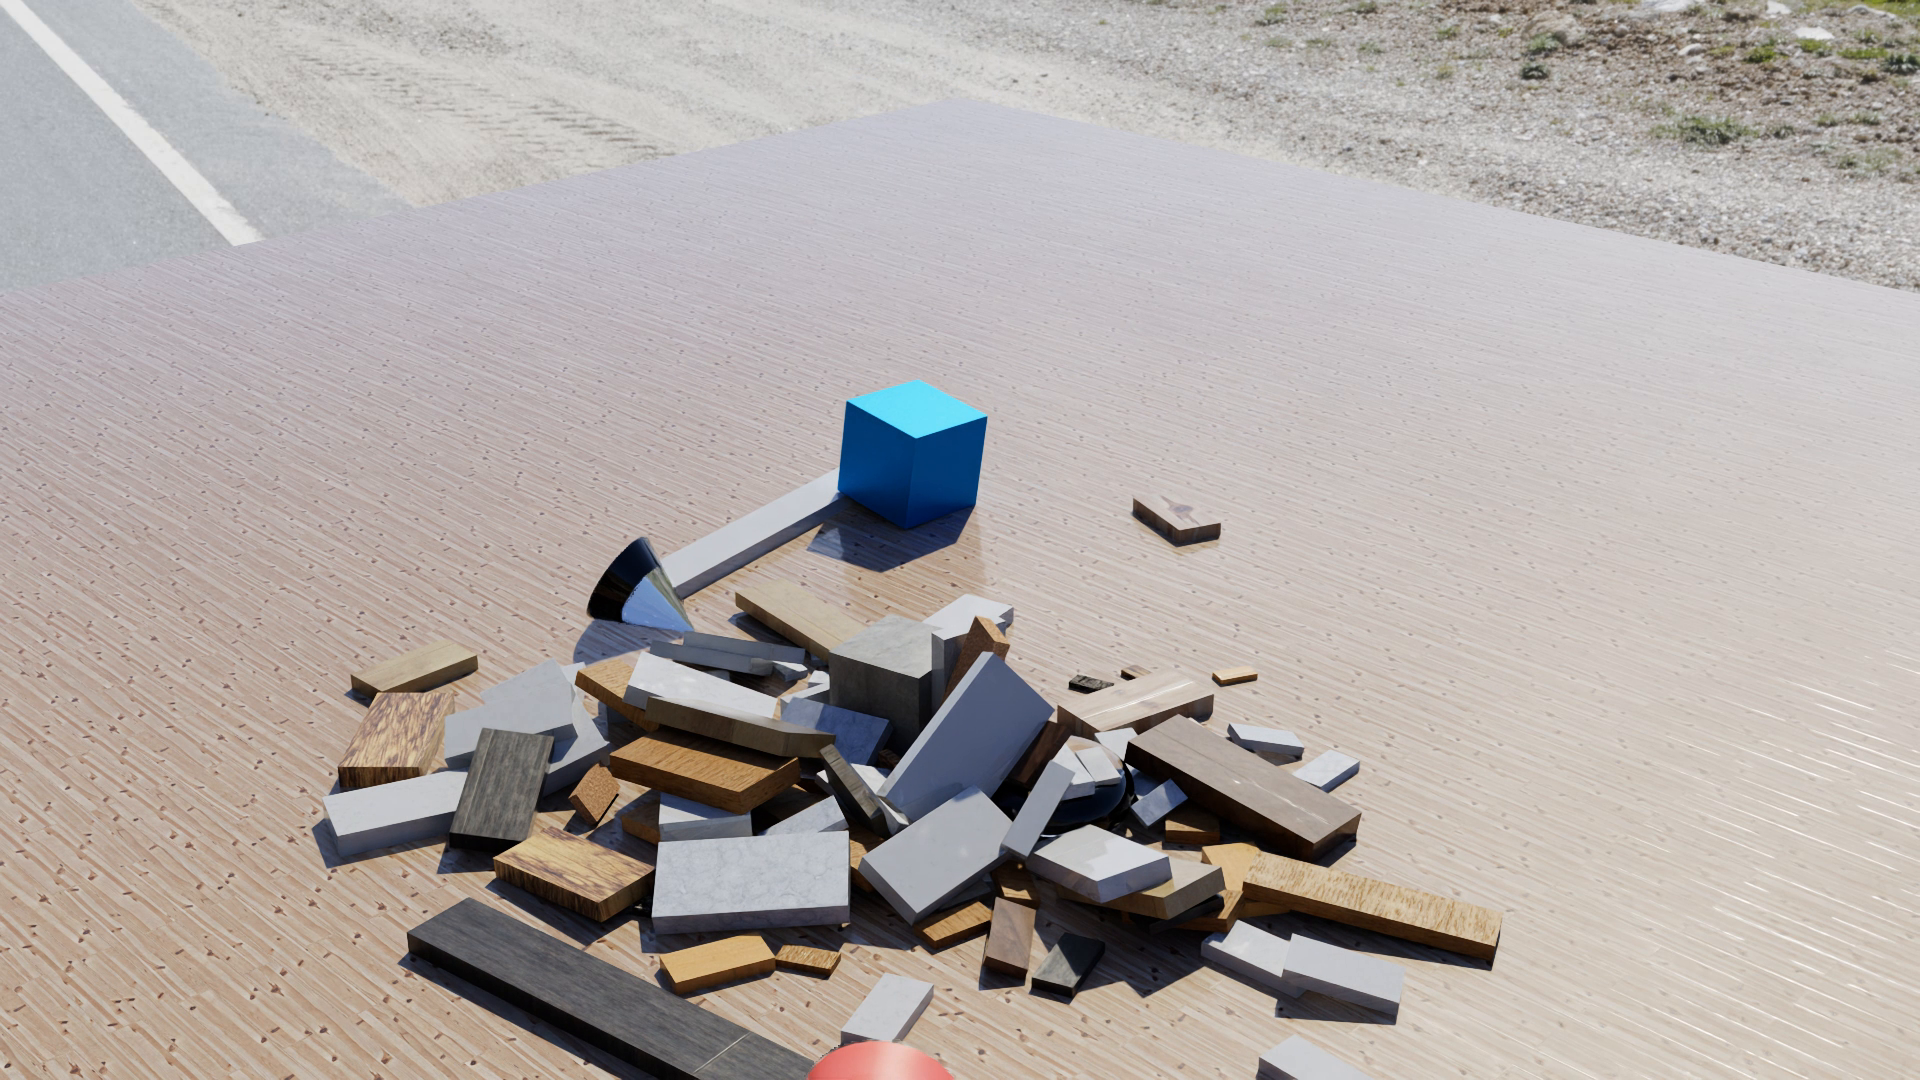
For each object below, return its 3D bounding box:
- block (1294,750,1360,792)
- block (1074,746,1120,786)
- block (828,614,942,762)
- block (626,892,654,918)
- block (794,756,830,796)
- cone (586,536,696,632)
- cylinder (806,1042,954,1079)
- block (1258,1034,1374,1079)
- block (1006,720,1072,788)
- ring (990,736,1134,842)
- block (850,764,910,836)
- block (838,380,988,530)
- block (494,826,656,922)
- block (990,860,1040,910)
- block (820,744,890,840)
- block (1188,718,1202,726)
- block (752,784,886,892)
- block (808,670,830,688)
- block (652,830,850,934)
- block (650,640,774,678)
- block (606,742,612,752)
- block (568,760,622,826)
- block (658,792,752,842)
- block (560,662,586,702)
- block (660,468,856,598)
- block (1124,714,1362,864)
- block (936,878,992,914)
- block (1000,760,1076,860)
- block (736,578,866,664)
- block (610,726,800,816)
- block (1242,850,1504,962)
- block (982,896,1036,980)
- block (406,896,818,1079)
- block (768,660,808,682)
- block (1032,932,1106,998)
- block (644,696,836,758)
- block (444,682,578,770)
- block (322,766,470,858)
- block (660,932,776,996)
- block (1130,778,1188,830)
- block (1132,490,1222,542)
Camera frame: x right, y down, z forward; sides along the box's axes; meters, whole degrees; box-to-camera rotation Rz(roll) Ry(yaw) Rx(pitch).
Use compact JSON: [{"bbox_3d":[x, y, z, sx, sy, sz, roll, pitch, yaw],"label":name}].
[{"bbox_3d":[0.762,0.485,4.591,0.075,0.021,0.149,19,30,38],"label":"block"},{"bbox_3d":[0.275,0.453,4.386,0.054,0.015,0.108,-10,32,-17],"label":"block"},{"bbox_3d":[-0.118,0.327,4.697,0.229,0.229,0.229,14,27,30],"label":"block"},{"bbox_3d":[-0.565,0.663,4.176,0.064,0.018,0.174,8,24,18],"label":"block"},{"bbox_3d":[-0.323,0.481,4.584,0.234,0.033,0.117,6,24,13],"label":"block"},{"bbox_3d":[-0.723,0.156,5.257,0.237,0.237,0.237,35,32,10],"label":"cone"},{"bbox_3d":[-0.132,0.926,3.246,0.260,0.260,0.260,3,23,7],"label":"cylinder"},{"bbox_3d":[0.595,0.887,3.635,0.093,0.026,0.186,-20,30,-38],"label":"block"},{"bbox_3d":[0.155,0.422,4.336,0.141,0.020,0.071,-52,30,-16],"label":"block"},{"bbox_3d":[0.184,0.503,4.433,0.336,0.112,0.336,-1,25,1],"label":"ring"},{"bbox_3d":[-0.137,0.523,4.391,0.104,0.030,0.209,14,21,-40],"label":"block"},{"bbox_3d":[-0.130,-0.234,5.916,0.268,0.268,0.268,30,35,36],"label":"block"},{"bbox_3d":[-0.732,0.634,4.188,0.297,0.042,0.148,14,28,37],"label":"block"},{"bbox_3d":[0.103,0.652,4.178,0.071,0.020,0.141,9,20,-15],"label":"block"},{"bbox_3d":[-0.207,0.508,4.354,0.030,0.104,0.209,-28,49,-16],"label":"block"},{"bbox_3d":[0.507,0.431,4.617,0.075,0.021,0.149,-21,40,-32],"label":"block"},{"bbox_3d":[-0.261,0.577,4.312,0.117,0.033,0.451,-12,22,-36],"label":"block"},{"bbox_3d":[-0.281,0.321,4.983,0.116,0.016,0.058,4,23,10],"label":"block"},{"bbox_3d":[-0.385,0.637,4.096,0.359,0.051,0.180,-4,41,1],"label":"block"},{"bbox_3d":[-0.566,0.270,5.006,0.251,0.036,0.126,9,-5,19],"label":"block"},{"bbox_3d":[-0.813,0.441,4.660,0.144,0.020,0.072,6,21,41],"label":"block"},{"bbox_3d":[-0.740,0.513,4.462,0.020,0.072,0.144,-30,14,22],"label":"block"},{"bbox_3d":[-0.510,0.496,4.425,0.175,0.050,0.398,-5,19,-4],"label":"block"},{"bbox_3d":[-0.901,0.360,4.823,0.139,0.039,0.277,-13,23,3],"label":"block"},{"bbox_3d":[-0.492,-0.042,5.809,0.139,0.039,1.033,14,27,30],"label":"block"},{"bbox_3d":[0.566,0.497,4.429,0.454,0.051,0.180,27,31,33],"label":"block"},{"bbox_3d":[-0.003,0.668,4.144,0.113,0.016,0.056,-16,37,-24],"label":"block"},{"bbox_3d":[0.150,0.518,4.226,0.056,0.016,0.216,26,53,11],"label":"block"},{"bbox_3d":[-0.320,0.214,5.165,0.137,0.039,0.563,-16,28,-34],"label":"block"},{"bbox_3d":[-0.511,0.455,4.394,0.351,0.050,0.175,11,24,35],"label":"block"},{"bbox_3d":[0.763,0.676,4.078,0.466,0.033,0.118,12,26,17],"label":"block"},{"bbox_3d":[0.091,0.723,3.999,0.079,0.022,0.196,19,24,-2],"label":"block"},{"bbox_3d":[-0.543,0.827,3.758,1.036,0.042,0.149,16,28,33],"label":"block"},{"bbox_3d":[-0.403,0.290,5.057,0.058,0.016,0.116,-14,27,-29],"label":"block"},{"bbox_3d":[0.195,0.761,3.939,0.079,0.022,0.157,10,25,22],"label":"block"},{"bbox_3d":[-0.451,0.382,4.496,0.367,0.048,0.168,11,0,34],"label":"block"},{"bbox_3d":[-0.938,0.389,4.596,0.274,0.039,0.137,-16,37,-1],"label":"block"},{"bbox_3d":[-1.096,0.541,4.425,0.336,0.048,0.168,-10,25,-23],"label":"block"},{"bbox_3d":[-0.435,0.758,3.941,0.186,0.026,0.093,-10,25,-23],"label":"block"},{"bbox_3d":[0.397,0.527,4.391,0.108,0.015,0.054,-31,65,-25],"label":"block"},{"bbox_3d":[0.577,-0.064,5.866,0.126,0.036,0.251,-10,25,-22],"label":"block"}]
